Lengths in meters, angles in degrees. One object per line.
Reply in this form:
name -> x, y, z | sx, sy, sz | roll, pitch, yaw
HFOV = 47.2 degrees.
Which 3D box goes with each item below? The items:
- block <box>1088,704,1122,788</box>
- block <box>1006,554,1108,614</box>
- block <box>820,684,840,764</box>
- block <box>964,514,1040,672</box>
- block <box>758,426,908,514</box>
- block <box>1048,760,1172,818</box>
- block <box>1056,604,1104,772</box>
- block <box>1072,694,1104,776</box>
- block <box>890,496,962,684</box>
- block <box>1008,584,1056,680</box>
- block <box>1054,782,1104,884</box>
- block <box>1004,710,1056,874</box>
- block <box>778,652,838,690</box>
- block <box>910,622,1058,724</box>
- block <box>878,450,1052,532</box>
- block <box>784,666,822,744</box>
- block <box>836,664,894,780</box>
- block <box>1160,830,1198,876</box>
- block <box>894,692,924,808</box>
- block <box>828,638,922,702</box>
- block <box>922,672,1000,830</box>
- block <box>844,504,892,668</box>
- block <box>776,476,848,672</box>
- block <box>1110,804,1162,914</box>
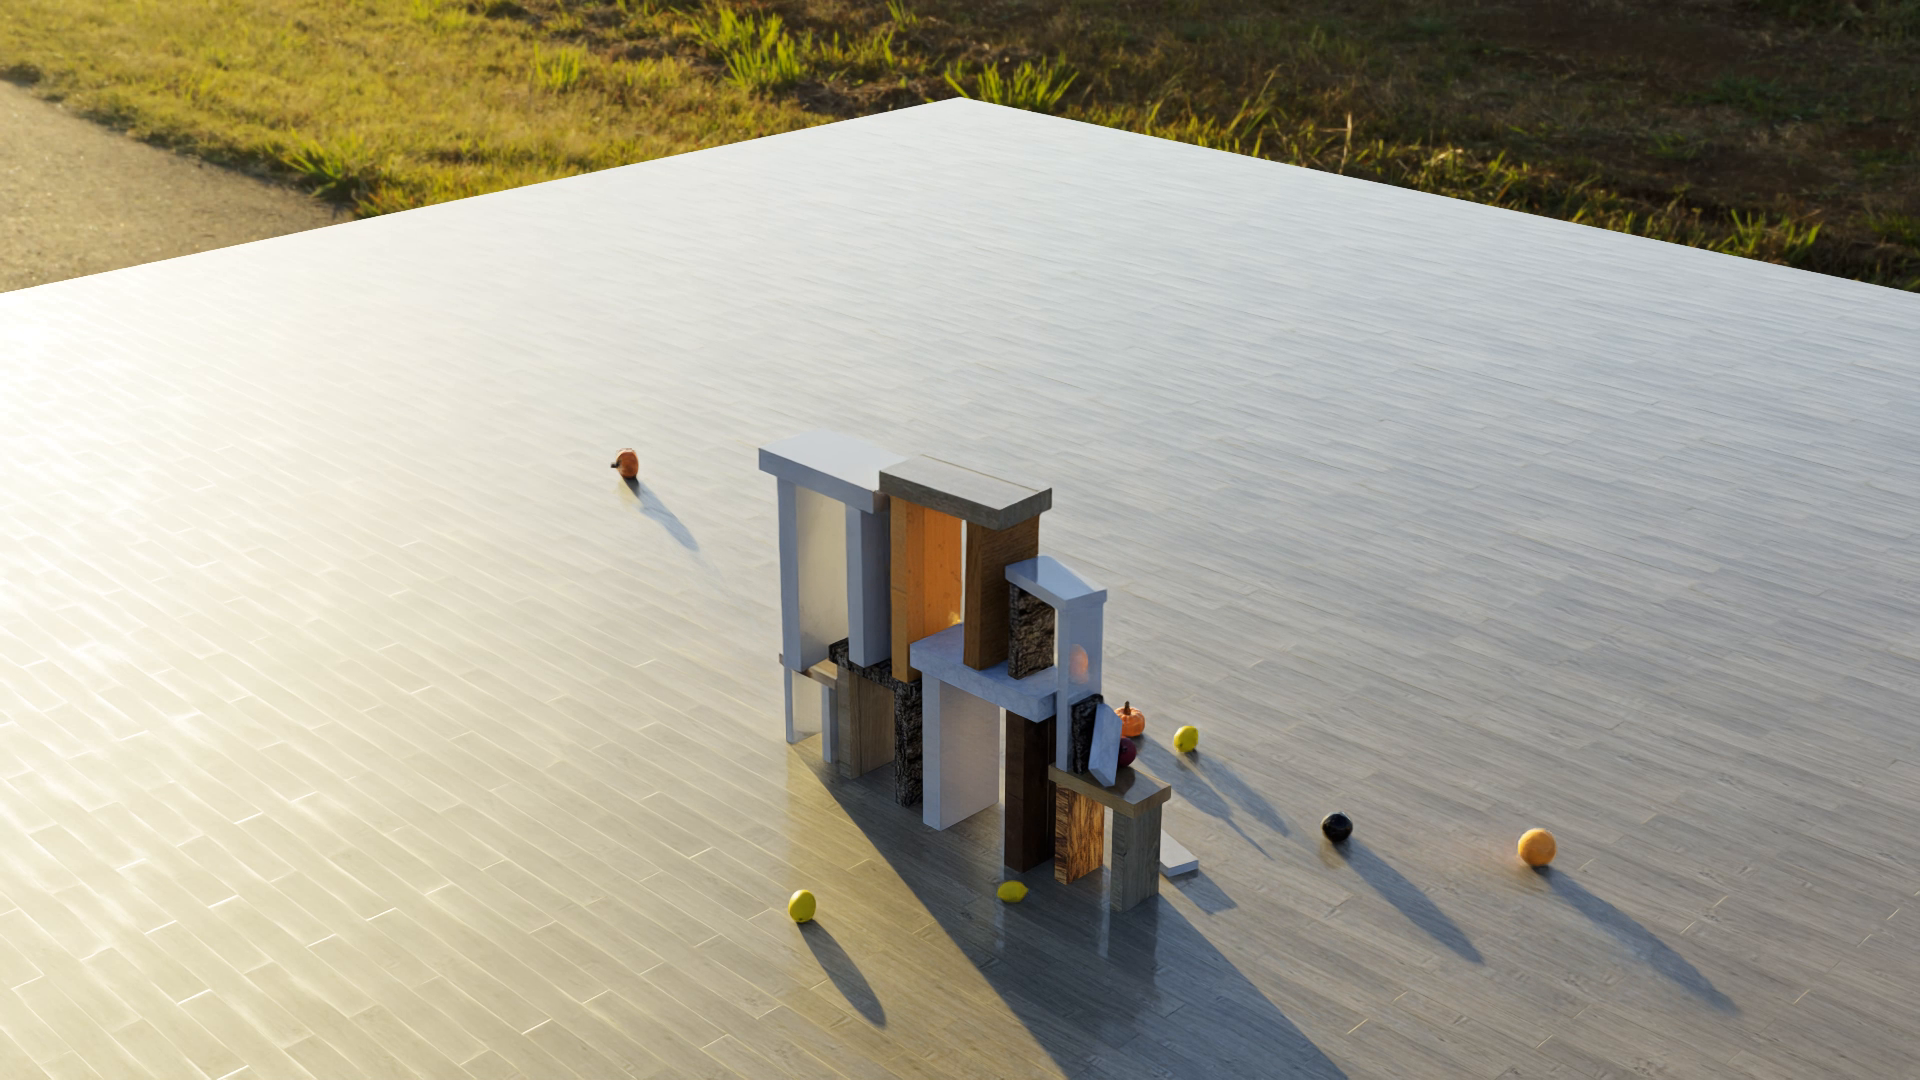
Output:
block -> 0.270, 0.380, 4.075 | 0.020, 0.069, 0.138 | -11, 51, 30
block -> 0.176, 0.081, 4.061 | 0.095, 0.027, 0.189 | -15, 27, -31
block -> -0.251, 0.374, 4.650 | 0.090, 0.179, 0.025 | -21, 31, -41
block -> 0.079, 0.085, 4.180 | 0.152, 0.303, 0.043 | -21, 32, -40
block -> -0.229, -0.142, 4.416 | 0.341, 0.048, 0.171 | 21, 31, 40
block -> 0.279, 0.452, 4.115 | 0.212, 0.030, 0.106 | 21, 31, 41
block -> 0.223, 0.264, 4.093 | 0.027, 0.335, 0.094 | 21, 31, 40
block -> 0.240, 0.363, 4.110 | 0.020, 0.138, 0.069 | 16, 28, 42
block -> -0.066, 0.073, 4.332 | 0.043, 0.400, 0.152 | 22, 31, 40
block -> 0.136, 0.161, 4.147 | 0.094, 0.189, 0.027 | -19, 30, -38
block -> 0.230, 0.544, 4.208 | 0.030, 0.211, 0.106 | 21, 31, 41
block -> 0.163, 0.458, 4.248 | 0.048, 0.339, 0.170 | 21, 31, 41
block -> -0.290, 0.263, 4.649 | 0.090, 0.025, 0.179 | -21, 31, -41
block -> 0.083, 0.248, 4.245 | 0.339, 0.048, 0.170 | 21, 31, 40
block -> 0.009, -0.096, 4.161 | 0.303, 0.043, 0.152 | 19, 29, 38
block -> -0.334, 0.341, 4.728 | 0.025, 0.179, 0.090 | 22, 31, 40
block -> -0.194, 0.360, 4.586 | 0.036, 0.255, 0.127 | 21, 31, 41
block -> 0.399, 0.610, 4.299 | 0.069, 0.020, 0.138 | -12, 26, -26
block -> -0.074, 0.407, 4.476 | 0.036, 0.255, 0.127 | 21, 31, 41
block -> -0.134, 0.250, 4.474 | 0.255, 0.036, 0.127 | 21, 31, 41
block -> 0.003, 0.395, 4.395 | 0.170, 0.339, 0.048 | -21, 31, -41
block -> -0.145, 0.070, 4.414 | 0.171, 0.341, 0.048 | -19, 29, -37
block -> -0.300, 0.047, 4.579 | 0.048, 0.427, 0.171 | 16, 28, 34
block -> 0.330, 0.583, 4.116 | 0.030, 0.212, 0.106 | 21, 31, 41
